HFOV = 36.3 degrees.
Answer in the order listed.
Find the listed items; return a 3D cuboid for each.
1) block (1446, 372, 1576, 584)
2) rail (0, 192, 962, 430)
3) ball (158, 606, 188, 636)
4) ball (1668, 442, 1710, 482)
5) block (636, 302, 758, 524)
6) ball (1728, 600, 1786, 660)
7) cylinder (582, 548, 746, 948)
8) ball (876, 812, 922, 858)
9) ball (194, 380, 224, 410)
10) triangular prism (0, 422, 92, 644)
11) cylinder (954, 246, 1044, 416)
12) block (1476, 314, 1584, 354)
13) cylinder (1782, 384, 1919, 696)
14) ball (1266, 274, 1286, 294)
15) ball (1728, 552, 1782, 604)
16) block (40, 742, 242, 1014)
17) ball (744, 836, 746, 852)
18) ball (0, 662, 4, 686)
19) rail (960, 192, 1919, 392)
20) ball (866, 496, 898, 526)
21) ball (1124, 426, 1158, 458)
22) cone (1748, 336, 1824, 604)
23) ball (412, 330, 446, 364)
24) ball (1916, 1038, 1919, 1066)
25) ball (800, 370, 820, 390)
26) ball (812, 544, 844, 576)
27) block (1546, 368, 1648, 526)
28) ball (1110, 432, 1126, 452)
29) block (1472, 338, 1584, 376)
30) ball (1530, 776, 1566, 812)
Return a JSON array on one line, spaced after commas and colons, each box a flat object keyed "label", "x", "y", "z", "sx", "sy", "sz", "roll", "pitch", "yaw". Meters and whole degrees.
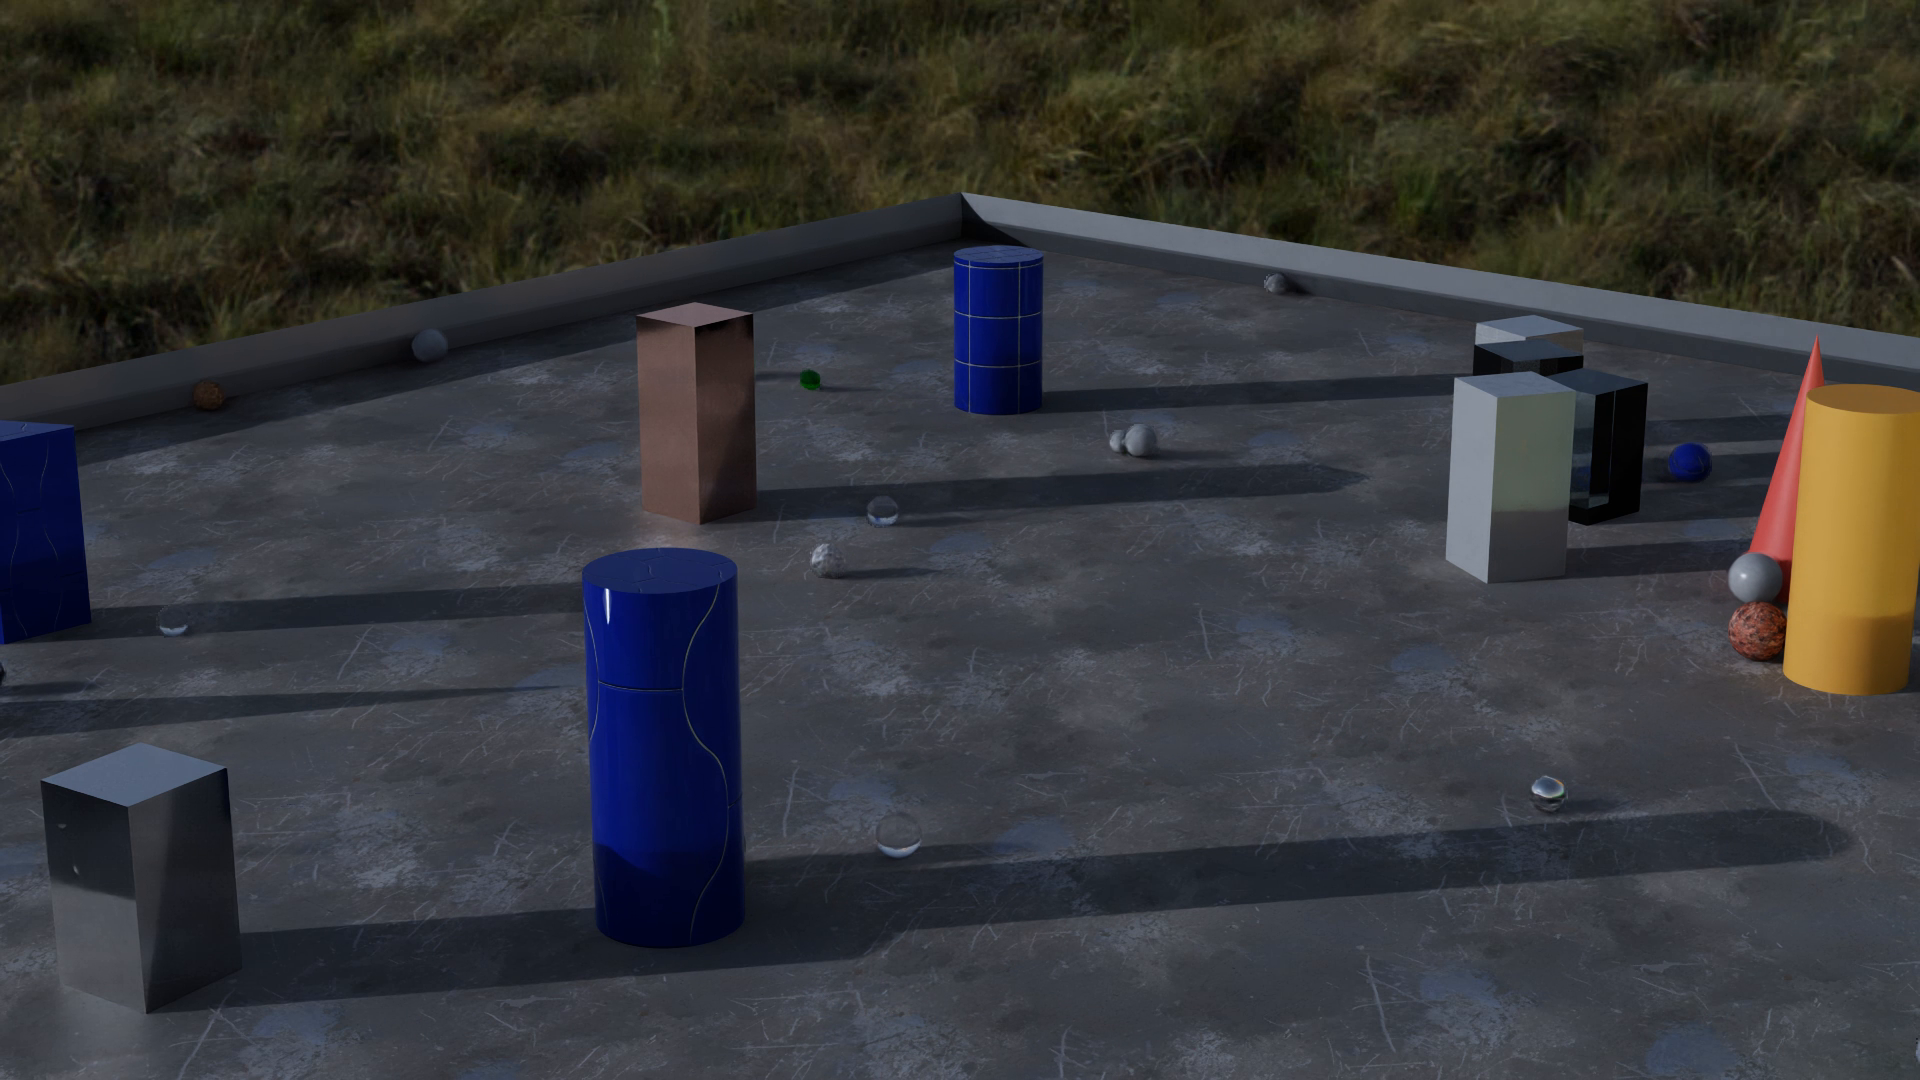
[{"label": "block", "x": 0.982, "y": -0.113, "z": 5.236, "sx": 0.156, "sy": 0.339, "sz": 0.156, "roll": -6, "pitch": 18, "yaw": -18}, {"label": "rail", "x": -1.610, "y": -0.372, "z": 6.458, "sx": 0.045, "sy": 0.126, "sz": 4.971, "roll": 14, "pitch": 22, "yaw": 39}, {"label": "ball", "x": -1.317, "y": 0.137, "z": 4.908, "sx": 0.050, "sy": 0.050, "sz": 0.050, "roll": 0, "pitch": 17, "yaw": 0}, {"label": "ball", "x": 1.447, "y": -0.154, "z": 5.817, "sx": 0.081, "sy": 0.081, "sz": 0.081, "roll": 0, "pitch": 17, "yaw": 0}, {"label": "block", "x": -0.501, "y": -0.243, "z": 5.591, "sx": 0.156, "sy": 0.382, "sz": 0.156, "roll": 14, "pitch": 22, "yaw": 38}, {"label": "ball", "x": 1.304, "y": 0.148, "z": 4.788, "sx": 0.097, "sy": 0.097, "sz": 0.097, "roll": 0, "pitch": 17, "yaw": 0}, {"label": "cylinder", "x": -0.377, "y": 0.264, "z": 3.751, "sx": 0.195, "sy": 0.474, "sz": 0.195, "roll": 0, "pitch": 17, "yaw": 0}, {"label": "ball", "x": -0.084, "y": 0.403, "z": 4.003, "sx": 0.063, "sy": 0.063, "sz": 0.063, "roll": 0, "pitch": 17, "yaw": 0}, {"label": "ball", "x": -1.633, "y": -0.315, "z": 6.379, "sx": 0.065, "sy": 0.065, "sz": 0.065, "roll": 0, "pitch": 17, "yaw": 0}, {"label": "triangular prism", "x": -1.587, "y": -0.023, "z": 4.929, "sx": 0.146, "sy": 0.343, "sz": 0.168, "roll": 16, "pitch": 23, "yaw": 42}, {"label": "cylinder", "x": 0.084, "y": -0.457, "z": 6.384, "sx": 0.195, "sy": 0.335, "sz": 0.195, "roll": 0, "pitch": 17, "yaw": 0}, {"label": "block", "x": 1.181, "y": -0.327, "z": 6.111, "sx": 0.156, "sy": 0.243, "sz": 0.156, "roll": -9, "pitch": 19, "yaw": -28}, {"label": "cylinder", "x": 1.427, "y": -0.002, "z": 4.660, "sx": 0.195, "sy": 0.458, "sz": 0.195, "roll": 0, "pitch": 17, "yaw": 0}, {"label": "ball", "x": 0.814, "y": -0.658, "z": 7.537, "sx": 0.053, "sy": 0.053, "sz": 0.053, "roll": 0, "pitch": 17, "yaw": 0}, {"label": "ball", "x": 1.374, "y": 0.067, "z": 5.066, "sx": 0.092, "sy": 0.092, "sz": 0.092, "roll": 0, "pitch": 17, "yaw": 0}, {"label": "block", "x": -1.006, "y": 0.413, "z": 3.610, "sx": 0.156, "sy": 0.269, "sz": 0.156, "roll": 11, "pitch": 20, "yaw": 32}, {"label": "ball", "x": -0.331, "y": 0.409, "z": 3.944, "sx": 0.085, "sy": 0.085, "sz": 0.085, "roll": 0, "pitch": 17, "yaw": 0}, {"label": "ball", "x": -1.543, "y": 0.212, "z": 4.643, "sx": 0.058, "sy": 0.058, "sz": 0.058, "roll": 0, "pitch": 17, "yaw": 0}, {"label": "rail", "x": 1.614, "y": -0.505, "z": 6.900, "sx": 4.311, "sy": 0.126, "sz": 0.045, "roll": 14, "pitch": 22, "yaw": 39}, {"label": "ball", "x": -0.146, "y": -0.055, "z": 5.526, "sx": 0.059, "sy": 0.059, "sz": 0.059, "roll": 0, "pitch": 17, "yaw": 0}, {"label": "ball", "x": 0.371, "y": -0.201, "z": 5.999, "sx": 0.067, "sy": 0.067, "sz": 0.067, "roll": 0, "pitch": 17, "yaw": 0}, {"label": "cone", "x": 1.473, "y": -0.135, "z": 5.102, "sx": 0.195, "sy": 0.459, "sz": 0.195, "roll": 0, "pitch": 17, "yaw": 0}, {"label": "ball", "x": -1.232, "y": -0.449, "z": 6.802, "sx": 0.078, "sy": 0.078, "sz": 0.078, "roll": 0, "pitch": 17, "yaw": 0}, {"label": "ball", "x": 1.138, "y": 0.588, "z": 3.355, "sx": 0.083, "sy": 0.083, "sz": 0.083, "roll": 0, "pitch": 17, "yaw": 0}, {"label": "ball", "x": -0.334, "y": -0.358, "z": 6.557, "sx": 0.044, "sy": 0.044, "sz": 0.044, "roll": 0, "pitch": 17, "yaw": 0}, {"label": "ball", "x": -0.235, "y": 0.036, "z": 5.225, "sx": 0.060, "sy": 0.060, "sz": 0.060, "roll": 0, "pitch": 17, "yaw": 0}, {"label": "block", "x": 1.195, "y": -0.180, "z": 5.604, "sx": 0.156, "sy": 0.254, "sz": 0.156, "roll": -13, "pitch": 21, "yaw": -37}, {"label": "ball", "x": 0.331, "y": -0.201, "z": 6.039, "sx": 0.043, "sy": 0.043, "sz": 0.043, "roll": 0, "pitch": 17, "yaw": 0}, {"label": "block", "x": 1.122, "y": -0.250, "z": 5.824, "sx": 0.156, "sy": 0.261, "sz": 0.156, "roll": -6, "pitch": 18, "yaw": -19}, {"label": "ball", "x": 0.834, "y": 0.361, "z": 4.161, "sx": 0.052, "sy": 0.052, "sz": 0.052, "roll": 0, "pitch": 17, "yaw": 0}]
